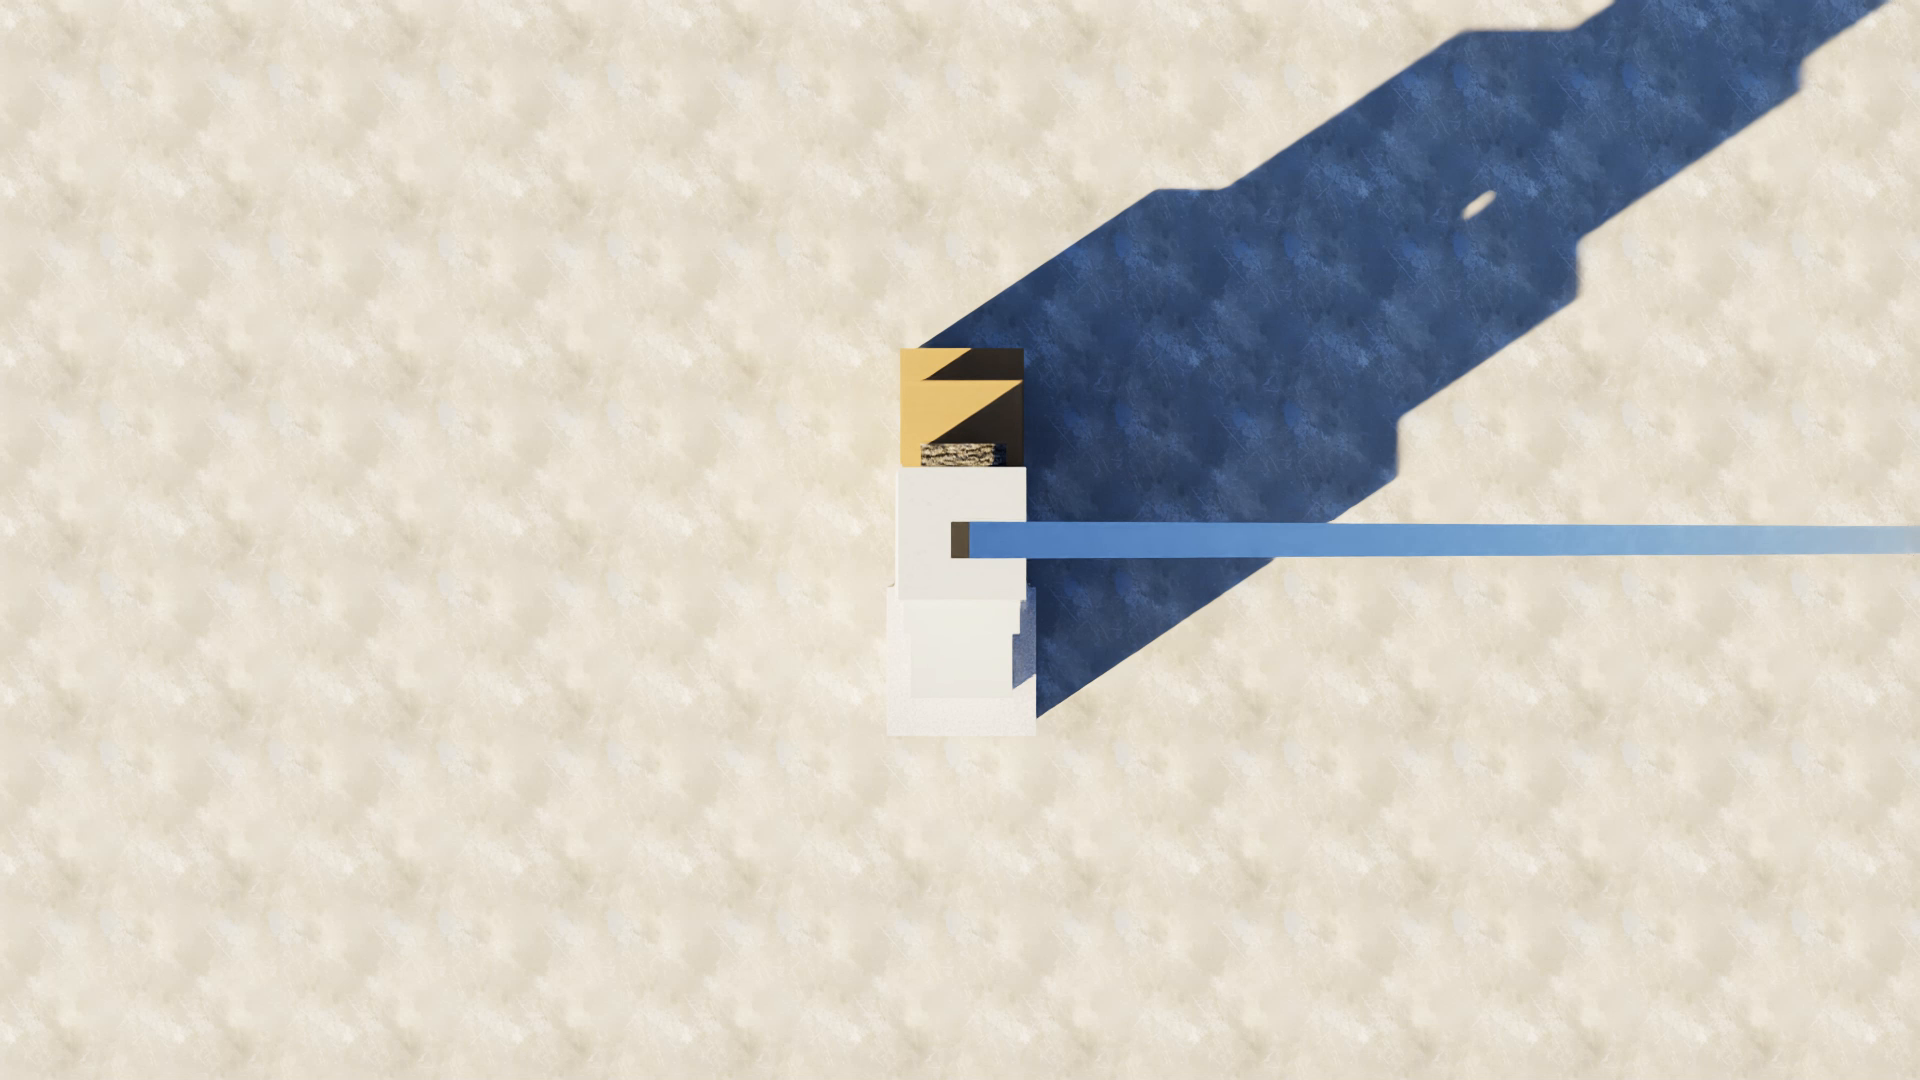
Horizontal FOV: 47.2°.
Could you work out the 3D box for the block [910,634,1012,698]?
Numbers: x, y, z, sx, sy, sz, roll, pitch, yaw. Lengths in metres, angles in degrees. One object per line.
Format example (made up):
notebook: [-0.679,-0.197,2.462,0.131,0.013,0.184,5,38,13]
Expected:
block: [0.008,0.551,11.882,0.536,0.487,0.571,0,90,0]

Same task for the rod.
rod: [2.234,0.000,6.069,5.200,0.080,0.080,0,90,-31]

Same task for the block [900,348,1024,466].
block: [0.012,-0.755,12.700,0.698,0.601,0.652,0,90,0]

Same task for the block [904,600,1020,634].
block: [0.007,0.199,11.379,0.587,0.520,0.552,0,89,0]

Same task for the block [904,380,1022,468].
block: [0.015,-0.518,12.026,0.634,0.682,0.647,0,89,0]

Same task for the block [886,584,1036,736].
block: [0.007,0.671,12.563,0.822,0.875,0.820,0,90,0]

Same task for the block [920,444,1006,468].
block: [0.019,-0.295,11.496,0.440,0.372,0.393,0,89,0]

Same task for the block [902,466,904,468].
block: [0.006,-0.084,12.683,0.662,0.634,0.669,0,90,0]

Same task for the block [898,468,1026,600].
block: [0.009,-0.023,9.550,0.538,0.634,0.560,0,89,0]

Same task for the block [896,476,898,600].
block: [-0.004,-0.009,10.796,0.606,0.652,0.591,0,89,0]
